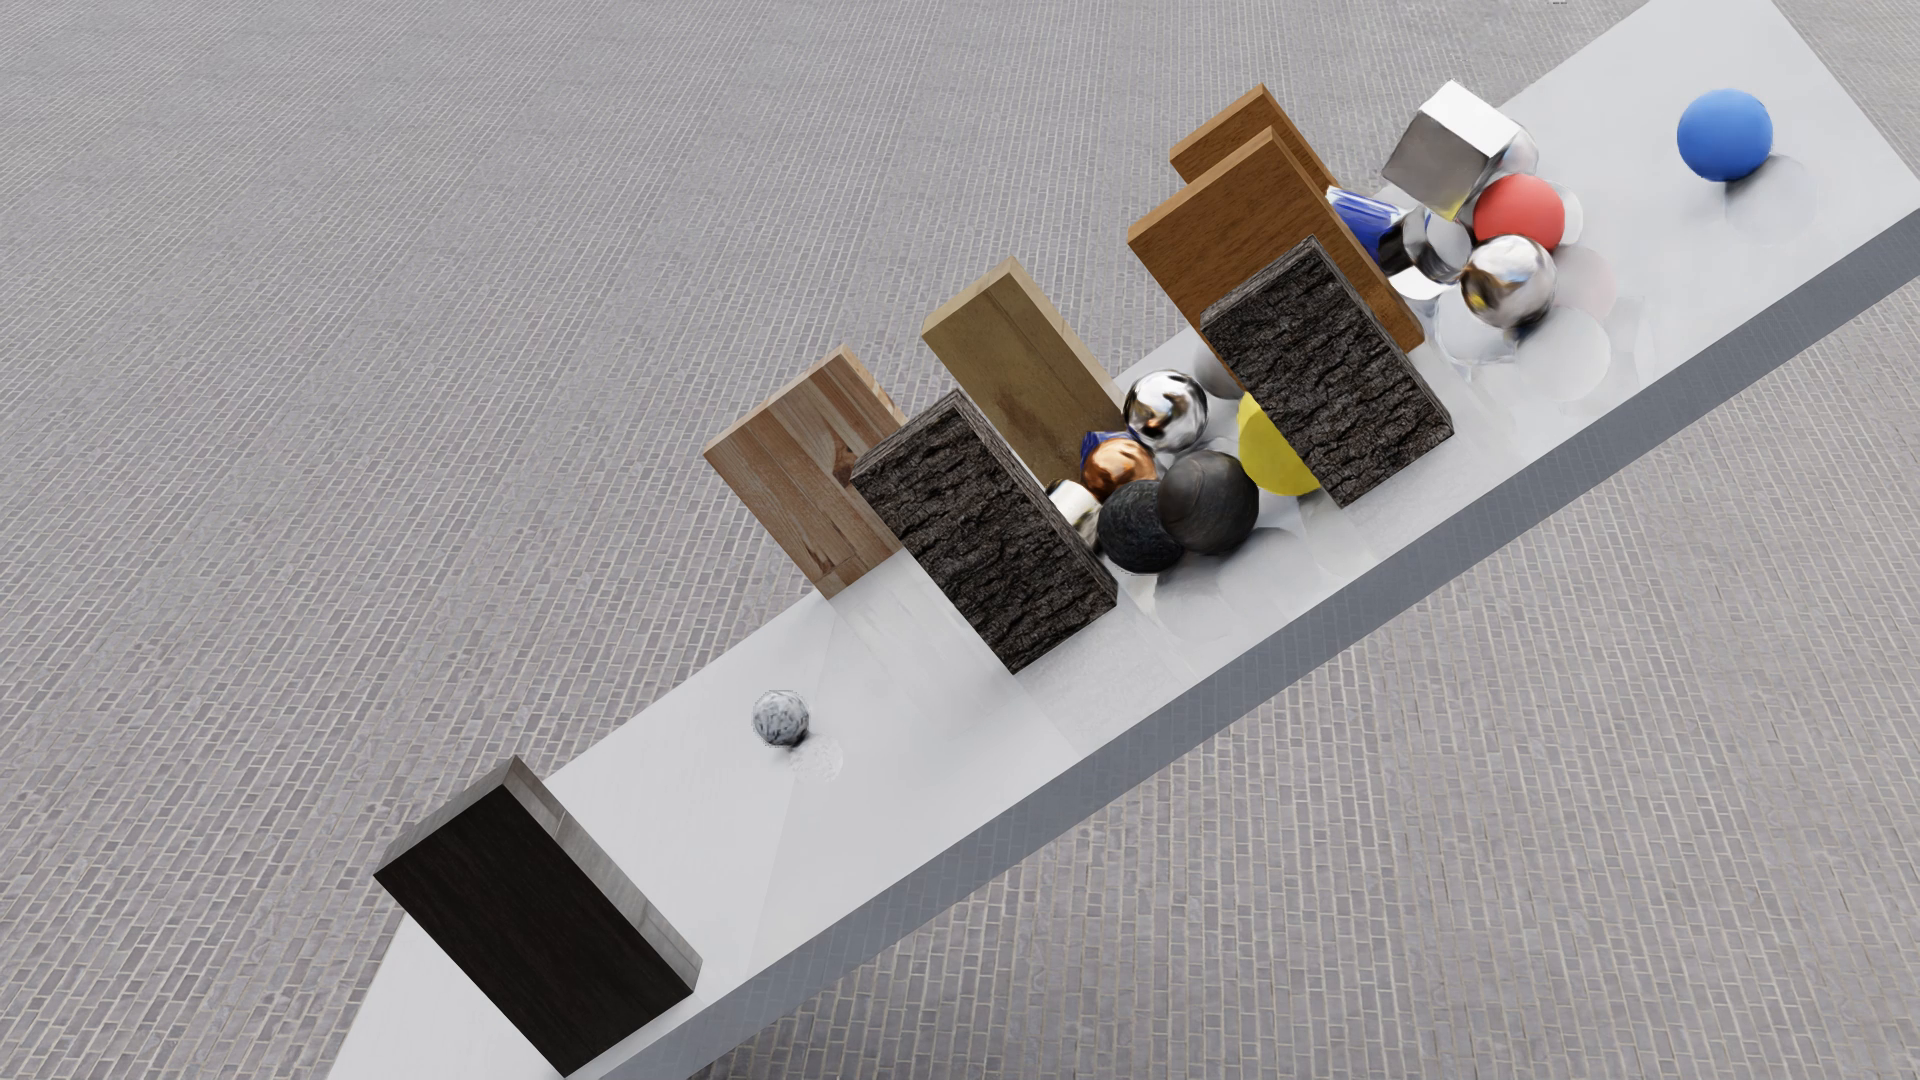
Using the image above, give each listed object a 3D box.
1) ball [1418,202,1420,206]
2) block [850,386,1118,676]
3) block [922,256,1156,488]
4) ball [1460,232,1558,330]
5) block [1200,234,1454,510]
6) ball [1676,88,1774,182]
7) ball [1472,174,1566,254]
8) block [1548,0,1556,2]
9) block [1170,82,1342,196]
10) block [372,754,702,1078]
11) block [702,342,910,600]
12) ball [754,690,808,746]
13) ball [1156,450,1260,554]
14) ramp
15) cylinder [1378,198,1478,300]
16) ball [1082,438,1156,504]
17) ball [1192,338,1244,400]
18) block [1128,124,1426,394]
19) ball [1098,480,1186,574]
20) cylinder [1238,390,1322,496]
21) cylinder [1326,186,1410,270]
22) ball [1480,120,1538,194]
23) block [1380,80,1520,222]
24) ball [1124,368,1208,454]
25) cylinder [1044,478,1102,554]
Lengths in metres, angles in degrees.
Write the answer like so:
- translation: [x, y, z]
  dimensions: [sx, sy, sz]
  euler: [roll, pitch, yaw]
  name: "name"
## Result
- translation: [1.036, -0.702, 6.248]
  dimensions: [0.129, 0.129, 0.129]
  euler: [0, 23, 0]
  name: "ball"
- translation: [0.051, -0.015, 5.874]
  dimensions: [0.262, 0.526, 0.114]
  euler: [-35, 16, 17]
  name: "block"
- translation: [0.177, -0.338, 6.477]
  dimensions: [0.243, 0.527, 0.126]
  euler: [-35, 16, 17]
  name: "block"
- translation: [1.037, -0.489, 5.558]
  dimensions: [0.182, 0.182, 0.182]
  euler: [0, 23, 0]
  name: "ball"
- translation: [0.675, -0.307, 5.409]
  dimensions: [0.254, 0.438, 0.103]
  euler: [-35, 16, 17]
  name: "block"
- translation: [1.417, -0.750, 5.449]
  dimensions: [0.173, 0.173, 0.173]
  euler: [0, 23, 0]
  name: "ball"
- translation: [1.102, -0.631, 5.800]
  dimensions: [0.181, 0.181, 0.181]
  euler: [0, 23, 0]
  name: "ball"
- translation: [1.161, -1.109, 5.395]
  dimensions: [0.179, 0.179, 0.179]
  euler: [-3, 29, 5]
  name: "block"
- translation: [0.701, -0.726, 6.422]
  dimensions: [0.248, 0.483, 0.097]
  euler: [-35, 16, 17]
  name: "block"
- translation: [-0.817, 0.736, 5.728]
  dimensions: [0.338, 0.564, 0.122]
  euler: [-35, 16, 17]
  name: "block"
- translation: [-0.304, -0.163, 7.183]
  dimensions: [0.436, 0.483, 0.081]
  euler: [-35, 16, 17]
  name: "block"
- translation: [-0.397, 0.396, 6.524]
  dimensions: [0.123, 0.123, 0.123]
  euler: [0, 23, 0]
  name: "ball"
- translation: [0.478, -0.074, 5.665]
  dimensions: [0.199, 0.199, 0.199]
  euler: [0, 23, 0]
  name: "ball"
- translation: [0.126, 0.181, 6.329]
  dimensions: [4.000, 0.100, 2.000]
  euler: [-35, 16, 17]
  name: "ramp"
- translation: [0.970, -0.599, 5.974]
  dimensions: [0.176, 0.176, 0.176]
  euler: [-13, -9, -28]
  name: "cylinder"
- translation: [0.333, -0.136, 6.149]
  dimensions: [0.156, 0.156, 0.156]
  euler: [0, 23, 0]
  name: "ball"
- translation: [0.585, -0.386, 6.339]
  dimensions: [0.168, 0.168, 0.168]
  euler: [0, 23, 0]
  name: "ball"
- translation: [0.636, -0.515, 5.919]
  dimensions: [0.355, 0.521, 0.106]
  euler: [-35, 16, 17]
  name: "block"
- translation: [0.365, -0.026, 5.815]
  dimensions: [0.187, 0.187, 0.187]
  euler: [0, 23, 0]
  name: "ball"
- translation: [0.633, -0.207, 5.660]
  dimensions: [0.194, 0.194, 0.194]
  euler: [2, 20, 4]
  name: "cylinder"
- translation: [0.846, -0.634, 6.245]
  dimensions: [0.188, 0.188, 0.188]
  euler: [18, 26, 6]
  name: "cylinder"
- translation: [1.139, -0.810, 6.231]
  dimensions: [0.170, 0.170, 0.170]
  euler: [0, 23, 0]
  name: "ball"
- translation: [0.970, -0.770, 5.818]
  dimensions: [0.170, 0.170, 0.170]
  euler: [36, 41, 10]
  name: "block"
- translation: [0.442, -0.275, 6.308]
  dimensions: [0.183, 0.183, 0.183]
  euler: [0, 23, 0]
  name: "ball"
- translation: [0.203, -0.006, 6.157]
  dimensions: [0.173, 0.173, 0.173]
  euler: [21, 58, 41]
  name: "cylinder"
